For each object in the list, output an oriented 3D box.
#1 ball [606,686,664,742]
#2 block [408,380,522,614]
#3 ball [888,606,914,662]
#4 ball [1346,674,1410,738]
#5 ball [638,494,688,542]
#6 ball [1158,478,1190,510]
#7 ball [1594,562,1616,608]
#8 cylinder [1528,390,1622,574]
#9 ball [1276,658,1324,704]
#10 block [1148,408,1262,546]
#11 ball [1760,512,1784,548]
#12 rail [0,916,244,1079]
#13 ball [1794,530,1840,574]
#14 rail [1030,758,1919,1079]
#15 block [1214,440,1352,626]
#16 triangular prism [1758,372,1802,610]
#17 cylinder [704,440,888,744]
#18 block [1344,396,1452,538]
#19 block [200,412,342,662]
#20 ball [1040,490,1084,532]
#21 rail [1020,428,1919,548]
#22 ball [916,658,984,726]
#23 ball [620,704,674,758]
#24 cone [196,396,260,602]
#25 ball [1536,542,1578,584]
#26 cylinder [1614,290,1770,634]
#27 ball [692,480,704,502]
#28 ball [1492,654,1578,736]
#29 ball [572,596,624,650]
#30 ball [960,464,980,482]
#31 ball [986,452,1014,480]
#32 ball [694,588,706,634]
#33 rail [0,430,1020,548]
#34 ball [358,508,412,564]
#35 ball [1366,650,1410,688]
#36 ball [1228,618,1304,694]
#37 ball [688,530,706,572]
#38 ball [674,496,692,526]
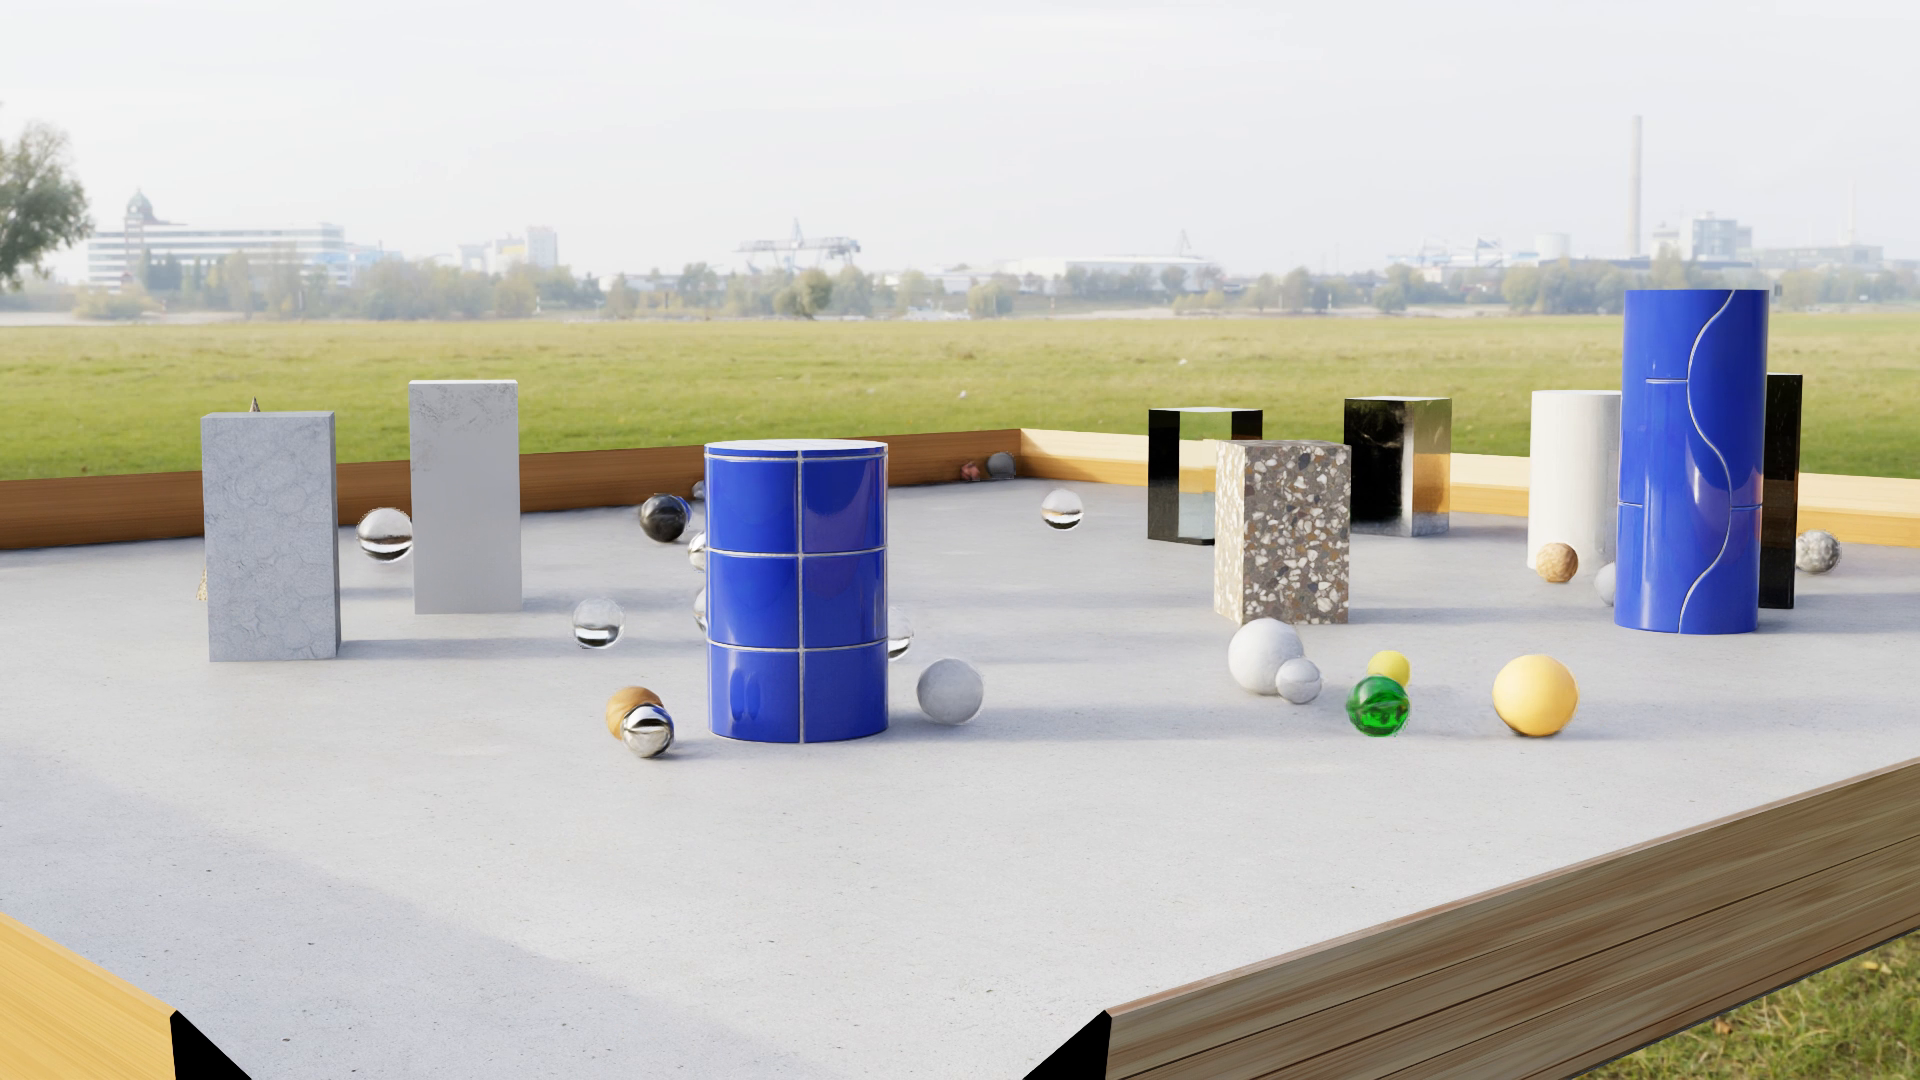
[{"bbox_3d":[-0.332,0.180,2.251,0.060,0.060,0.060,0,6,0],"label":"ball"},{"bbox_3d":[-0.739,-0.068,3.289,0.155,0.337,0.155,-1,6,-12],"label":"block"},{"bbox_3d":[-0.094,0.119,2.780,0.071,0.071,0.071,0,6,0],"label":"ball"},{"bbox_3d":[0.436,0.173,2.295,0.065,0.065,0.065,0,6,0],"label":"ball"},{"bbox_3d":[-0.568,-0.042,4.208,0.093,0.093,0.093,0,6,0],"label":"ball"},{"bbox_3d":[0.474,-0.101,4.877,0.071,0.071,0.071,0,6,0],"label":"ball"},{"bbox_3d":[0.985,0.067,3.288,0.068,0.068,0.068,0,6,0],"label":"ball"},{"bbox_3d":[1.081,-0.103,3.789,0.193,0.302,0.193,0,6,0],"label":"cylinder"},{"bbox_3d":[0.384,0.159,2.485,0.053,0.053,0.053,0,6,0],"label":"ball"},{"bbox_3d":[0.472,-0.125,4.242,0.155,0.252,0.155,-4,7,-37],"label":"block"},{"bbox_3d":[1.500,-0.019,4.103,0.069,0.069,0.069,0,6,0],"label":"ball"},{"bbox_3d":[-1.342,0.162,2.100,0.045,0.126,3.531,-6,8,-42],"label":"rail"},{"bbox_3d":[1.445,0.020,3.713,0.074,0.074,0.074,0,6,0],"label":"ball"},{"bbox_3d":[1.181,0.166,2.059,3.700,0.126,0.045,-6,8,-42],"label":"rail"},{"bbox_3d":[0.464,-0.014,3.178,0.155,0.253,0.155,-1,6,-8],"label":"block"},{"bbox_3d":[1.185,-0.080,3.351,0.167,0.349,0.145,2,6,20],"label":"triangular prism"},{"bbox_3d":[-0.173,0.050,2.336,0.193,0.302,0.193,0,6,0],"label":"cylinder"},{"bbox_3d":[0.872,-0.149,4.387,0.155,0.268,0.155,5,8,40],"label":"block"},{"bbox_3d":[-0.892,-0.009,2.858,0.155,0.309,0.155,-1,6,-13],"label":"block"},{"bbox_3d":[0.205,-0.059,4.411,0.086,0.086,0.086,0,6,0],"label":"ball"},{"bbox_3d":[1.342,-0.097,4.564,0.045,0.126,3.531,-6,8,-42],"label":"rail"},{"bbox_3d":[-0.010,0.162,2.361,0.073,0.073,0.073,0,6,0],"label":"ball"},{"bbox_3d":[-0.312,0.190,2.191,0.054,0.054,0.054,0,6,0],"label":"ball"},{"bbox_3d":[-1.092,-0.070,3.420,0.193,0.313,0.193,0,6,0],"label":"cone"},{"bbox_3d":[0.973,0.037,3.584,0.068,0.068,0.068,0,6,0],"label":"ball"},{"bbox_3d":[1.026,-0.114,3.087,0.193,0.471,0.193,0,6,0],"label":"cylinder"},{"bbox_3d":[-0.597,-0.114,5.109,0.049,0.049,0.049,0,6,0],"label":"ball"},{"bbox_3d":[0.601,0.162,2.298,0.086,0.086,0.086,0,6,0],"label":"ball"},{"bbox_3d":[-0.475,0.109,2.886,0.069,0.069,0.069,0,6,0],"label":"ball"},{"bbox_3d":[0.026,-0.174,5.681,0.049,0.049,0.049,0,6,0],"label":"ball"},{"bbox_3d":[0.106,-0.191,5.718,0.074,0.074,0.074,0,6,0],"label":"ball"},{"bbox_3d":[-0.323,0.096,2.977,0.075,0.075,0.075,0,6,0],"label":"ball"},{"bbox_3d":[-1.181,-0.101,4.605,3.700,0.126,0.045,-6,8,-42],"label":"rail"},{"bbox_3d":[-1.006,-0.007,3.858,0.096,0.096,0.096,0,6,0],"label":"ball"},{"bbox_3d":[0.499,0.153,2.558,0.050,0.050,0.050,0,6,0],"label":"ball"},{"bbox_3d":[0.355,0.135,2.546,0.089,0.089,0.089,0,6,0],"label":"ball"},{"bbox_3d":[-0.424,0.020,3.725,0.072,0.072,0.072,0,6,0],"label":"ball"},{"bbox_3d":[-0.574,-0.052,4.404,0.073,0.073,0.073,0,6,0],"label":"ball"}]
